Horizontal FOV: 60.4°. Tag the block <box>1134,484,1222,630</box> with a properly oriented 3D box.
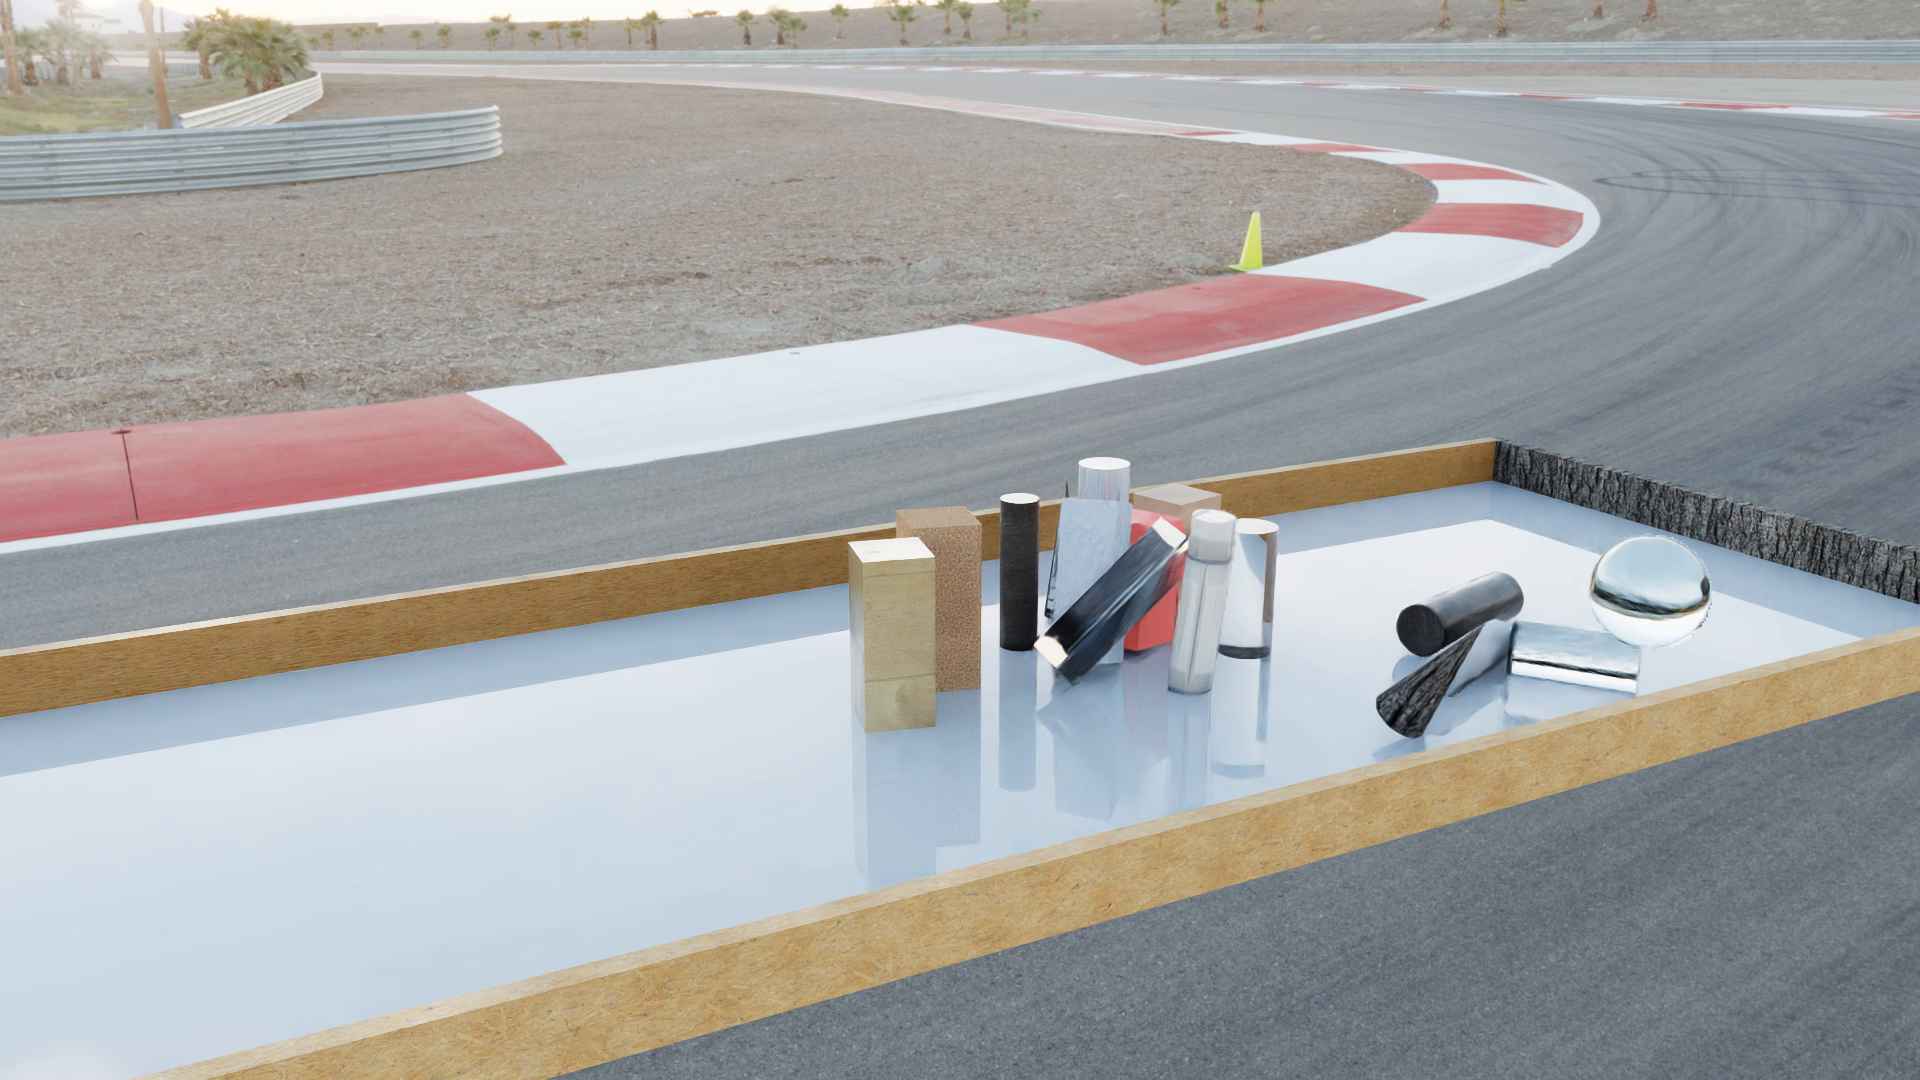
[{"bbox_3d":[0.597,0.044,4.576,0.170,0.355,0.170,-15,22,-41],"label":"block"}]

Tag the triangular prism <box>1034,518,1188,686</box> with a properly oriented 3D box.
[{"bbox_3d":[0.381,0.141,4.091,0.121,0.452,0.140,45,0,29],"label":"triangular prism"}]

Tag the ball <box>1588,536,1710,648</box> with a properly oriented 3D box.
[{"bbox_3d":[1.655,0.125,3.964,0.270,0.270,0.270,0,16,0],"label":"ball"}]

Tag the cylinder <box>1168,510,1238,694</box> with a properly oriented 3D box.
[{"bbox_3d":[0.590,0.153,4.031,0.107,0.445,0.107,5,19,-2],"label":"cylinder"}]

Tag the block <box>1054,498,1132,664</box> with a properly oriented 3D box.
[{"bbox_3d":[0.339,0.104,4.219,0.147,0.409,0.147,3,0,21],"label":"block"}]

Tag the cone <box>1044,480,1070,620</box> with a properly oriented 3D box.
[{"bbox_3d":[0.292,0.013,4.587,0.111,0.409,0.111,0,16,0],"label":"cone"}]

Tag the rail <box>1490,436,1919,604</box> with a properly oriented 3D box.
[{"bbox_3d":[2.466,-0.048,5.253,0.050,0.150,2.100,-9,18,-27],"label":"rail"}]

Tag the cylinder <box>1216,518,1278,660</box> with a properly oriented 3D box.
[{"bbox_3d":[0.751,0.127,4.318,0.146,0.340,0.146,0,16,0],"label":"cylinder"}]

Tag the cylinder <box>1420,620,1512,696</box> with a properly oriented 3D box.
[{"bbox_3d":[1.285,0.296,4.165,0.104,0.104,0.356,13,21,38],"label":"cylinder"}]

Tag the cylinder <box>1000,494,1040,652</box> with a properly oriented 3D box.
[{"bbox_3d":[0.156,0.086,4.346,0.103,0.405,0.103,0,16,0],"label":"cylinder"}]

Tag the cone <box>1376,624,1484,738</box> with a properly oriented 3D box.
[{"bbox_3d":[1.092,0.296,3.741,0.132,0.323,0.132,20,37,-16],"label":"cone"}]

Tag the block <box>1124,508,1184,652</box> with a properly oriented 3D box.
[{"bbox_3d":[0.459,0.101,4.386,0.177,0.334,0.177,13,14,37],"label":"block"}]

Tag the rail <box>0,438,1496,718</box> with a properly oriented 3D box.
[{"bbox_3d":[-3.305,0.497,3.399,12.000,0.150,0.050,-9,18,-27],"label":"rail"}]

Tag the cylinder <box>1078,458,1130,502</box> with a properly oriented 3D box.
[{"bbox_3d":[0.420,-0.046,4.853,0.149,0.370,0.149,0,16,0],"label":"cylinder"}]

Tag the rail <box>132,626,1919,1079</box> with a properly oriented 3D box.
[{"bbox_3d":[-2.336,1.006,1.665,12.000,0.150,0.050,-9,18,-27],"label":"rail"}]

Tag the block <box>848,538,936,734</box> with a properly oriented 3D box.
[{"bbox_3d":[-0.160,0.221,3.865,0.168,0.416,0.168,-4,17,-14],"label":"block"}]

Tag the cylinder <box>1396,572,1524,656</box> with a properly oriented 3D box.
[{"bbox_3d":[1.350,0.196,4.441,0.415,0.140,0.140,-15,22,-42],"label":"cylinder"}]

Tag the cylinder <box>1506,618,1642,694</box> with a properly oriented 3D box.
[{"bbox_3d":[1.536,0.288,4.122,0.303,0.142,0.142,8,18,25],"label":"cylinder"}]

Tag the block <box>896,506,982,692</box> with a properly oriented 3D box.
[{"bbox_3d":[-0.053,0.147,4.103,0.177,0.424,0.177,-4,17,-13],"label":"block"}]
